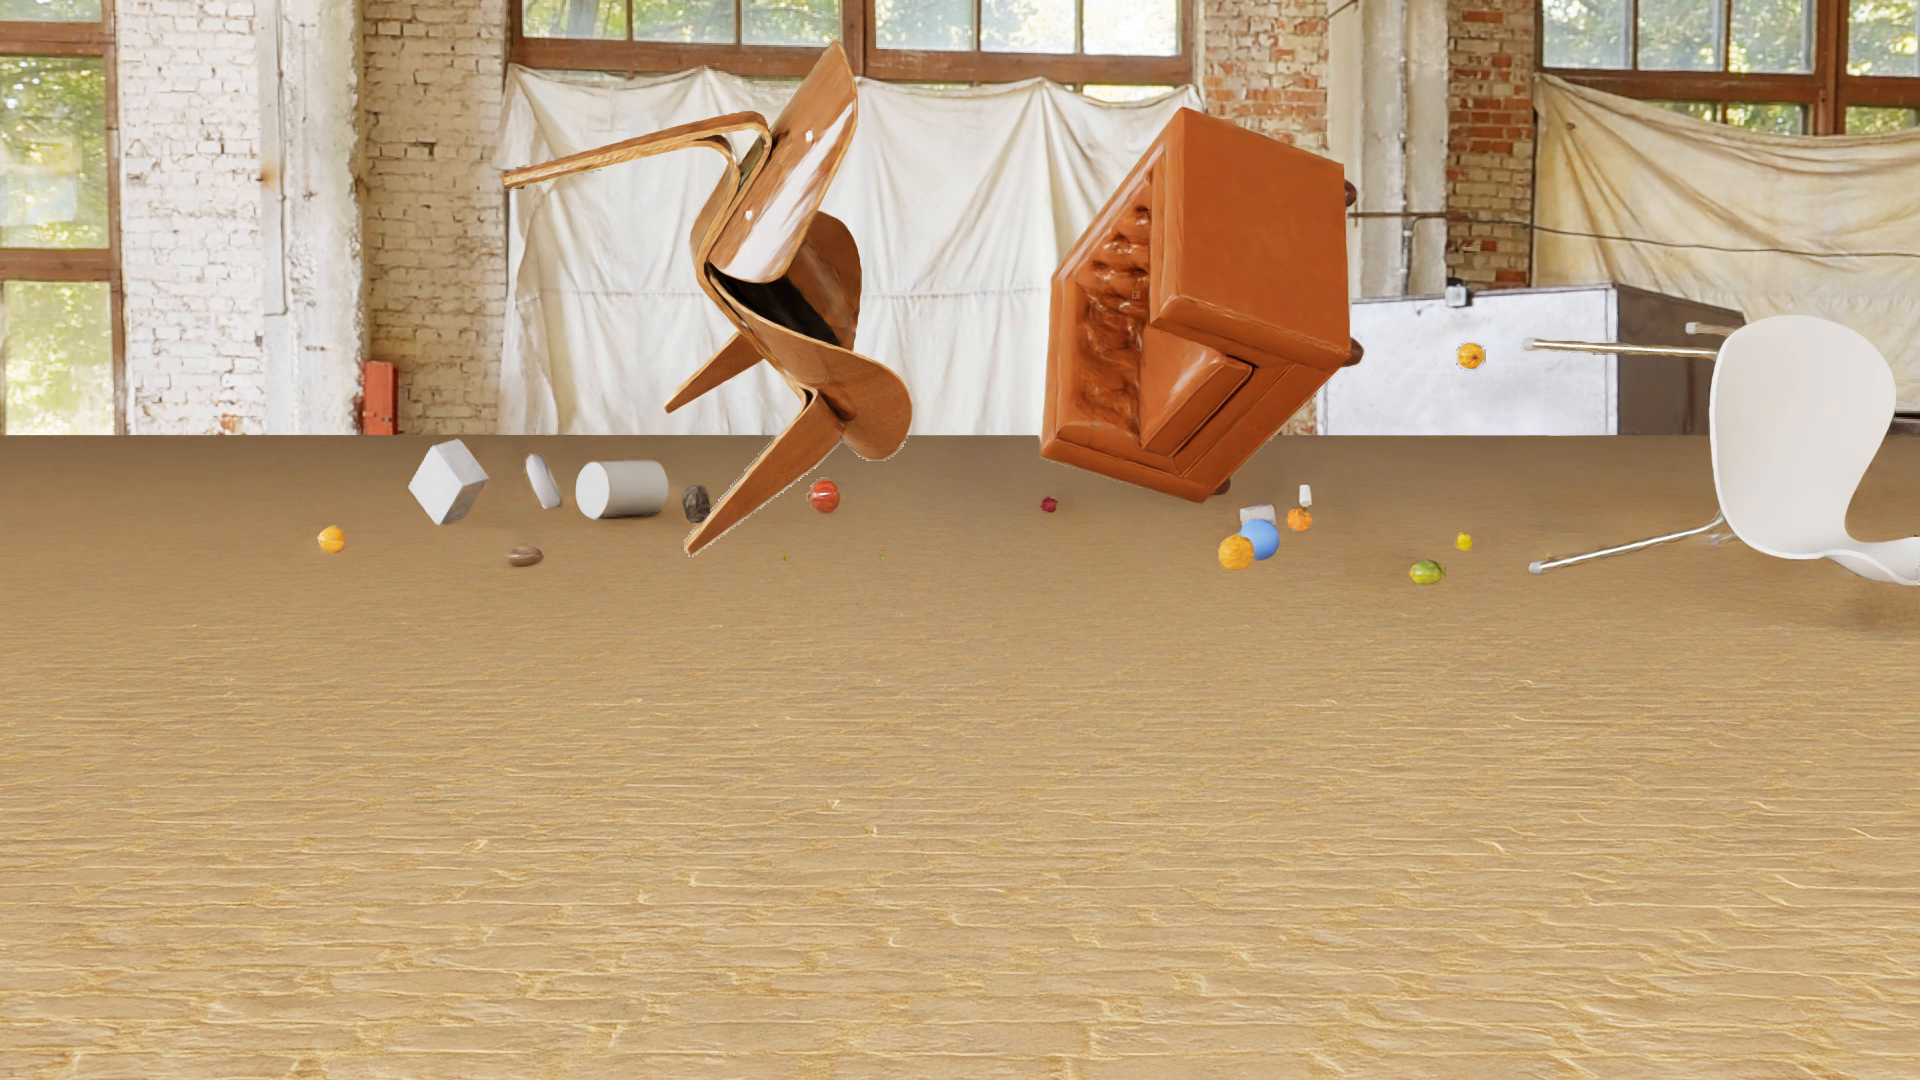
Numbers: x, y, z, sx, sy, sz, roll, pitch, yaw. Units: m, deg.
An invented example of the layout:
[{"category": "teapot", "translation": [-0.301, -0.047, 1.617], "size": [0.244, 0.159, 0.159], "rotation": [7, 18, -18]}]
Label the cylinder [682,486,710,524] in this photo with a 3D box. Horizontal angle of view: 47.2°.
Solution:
[{"category": "cylinder", "translation": [-0.877, -0.116, 7.313], "size": [0.061, 0.116, 0.062], "rotation": [-12, 0, 28]}]

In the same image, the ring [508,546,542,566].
[{"category": "ring", "translation": [-1.105, 0.042, 5.590], "size": [0.101, 0.036, 0.053], "rotation": [-2, 31, 20]}]

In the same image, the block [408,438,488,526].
[{"category": "block", "translation": [-1.668, -0.188, 7.173], "size": [0.112, 0.173, 0.213], "rotation": [-23, -21, -50]}]

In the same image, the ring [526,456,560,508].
[{"category": "ring", "translation": [-1.545, -0.216, 8.149], "size": [0.066, 0.217, 0.217], "rotation": [-23, 42, -4]}]

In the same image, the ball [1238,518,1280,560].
[{"category": "ball", "translation": [0.785, -0.002, 5.778], "size": [0.109, 0.109, 0.109], "rotation": [0, 4, 0]}]

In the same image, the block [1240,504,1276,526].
[{"category": "block", "translation": [0.949, -0.072, 7.010], "size": [0.084, 0.066, 0.075], "rotation": [-12, 7, -15]}]

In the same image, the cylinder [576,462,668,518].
[{"category": "cylinder", "translation": [-1.185, -0.177, 7.715], "size": [0.257, 0.199, 0.183], "rotation": [-4, 41, -46]}]
